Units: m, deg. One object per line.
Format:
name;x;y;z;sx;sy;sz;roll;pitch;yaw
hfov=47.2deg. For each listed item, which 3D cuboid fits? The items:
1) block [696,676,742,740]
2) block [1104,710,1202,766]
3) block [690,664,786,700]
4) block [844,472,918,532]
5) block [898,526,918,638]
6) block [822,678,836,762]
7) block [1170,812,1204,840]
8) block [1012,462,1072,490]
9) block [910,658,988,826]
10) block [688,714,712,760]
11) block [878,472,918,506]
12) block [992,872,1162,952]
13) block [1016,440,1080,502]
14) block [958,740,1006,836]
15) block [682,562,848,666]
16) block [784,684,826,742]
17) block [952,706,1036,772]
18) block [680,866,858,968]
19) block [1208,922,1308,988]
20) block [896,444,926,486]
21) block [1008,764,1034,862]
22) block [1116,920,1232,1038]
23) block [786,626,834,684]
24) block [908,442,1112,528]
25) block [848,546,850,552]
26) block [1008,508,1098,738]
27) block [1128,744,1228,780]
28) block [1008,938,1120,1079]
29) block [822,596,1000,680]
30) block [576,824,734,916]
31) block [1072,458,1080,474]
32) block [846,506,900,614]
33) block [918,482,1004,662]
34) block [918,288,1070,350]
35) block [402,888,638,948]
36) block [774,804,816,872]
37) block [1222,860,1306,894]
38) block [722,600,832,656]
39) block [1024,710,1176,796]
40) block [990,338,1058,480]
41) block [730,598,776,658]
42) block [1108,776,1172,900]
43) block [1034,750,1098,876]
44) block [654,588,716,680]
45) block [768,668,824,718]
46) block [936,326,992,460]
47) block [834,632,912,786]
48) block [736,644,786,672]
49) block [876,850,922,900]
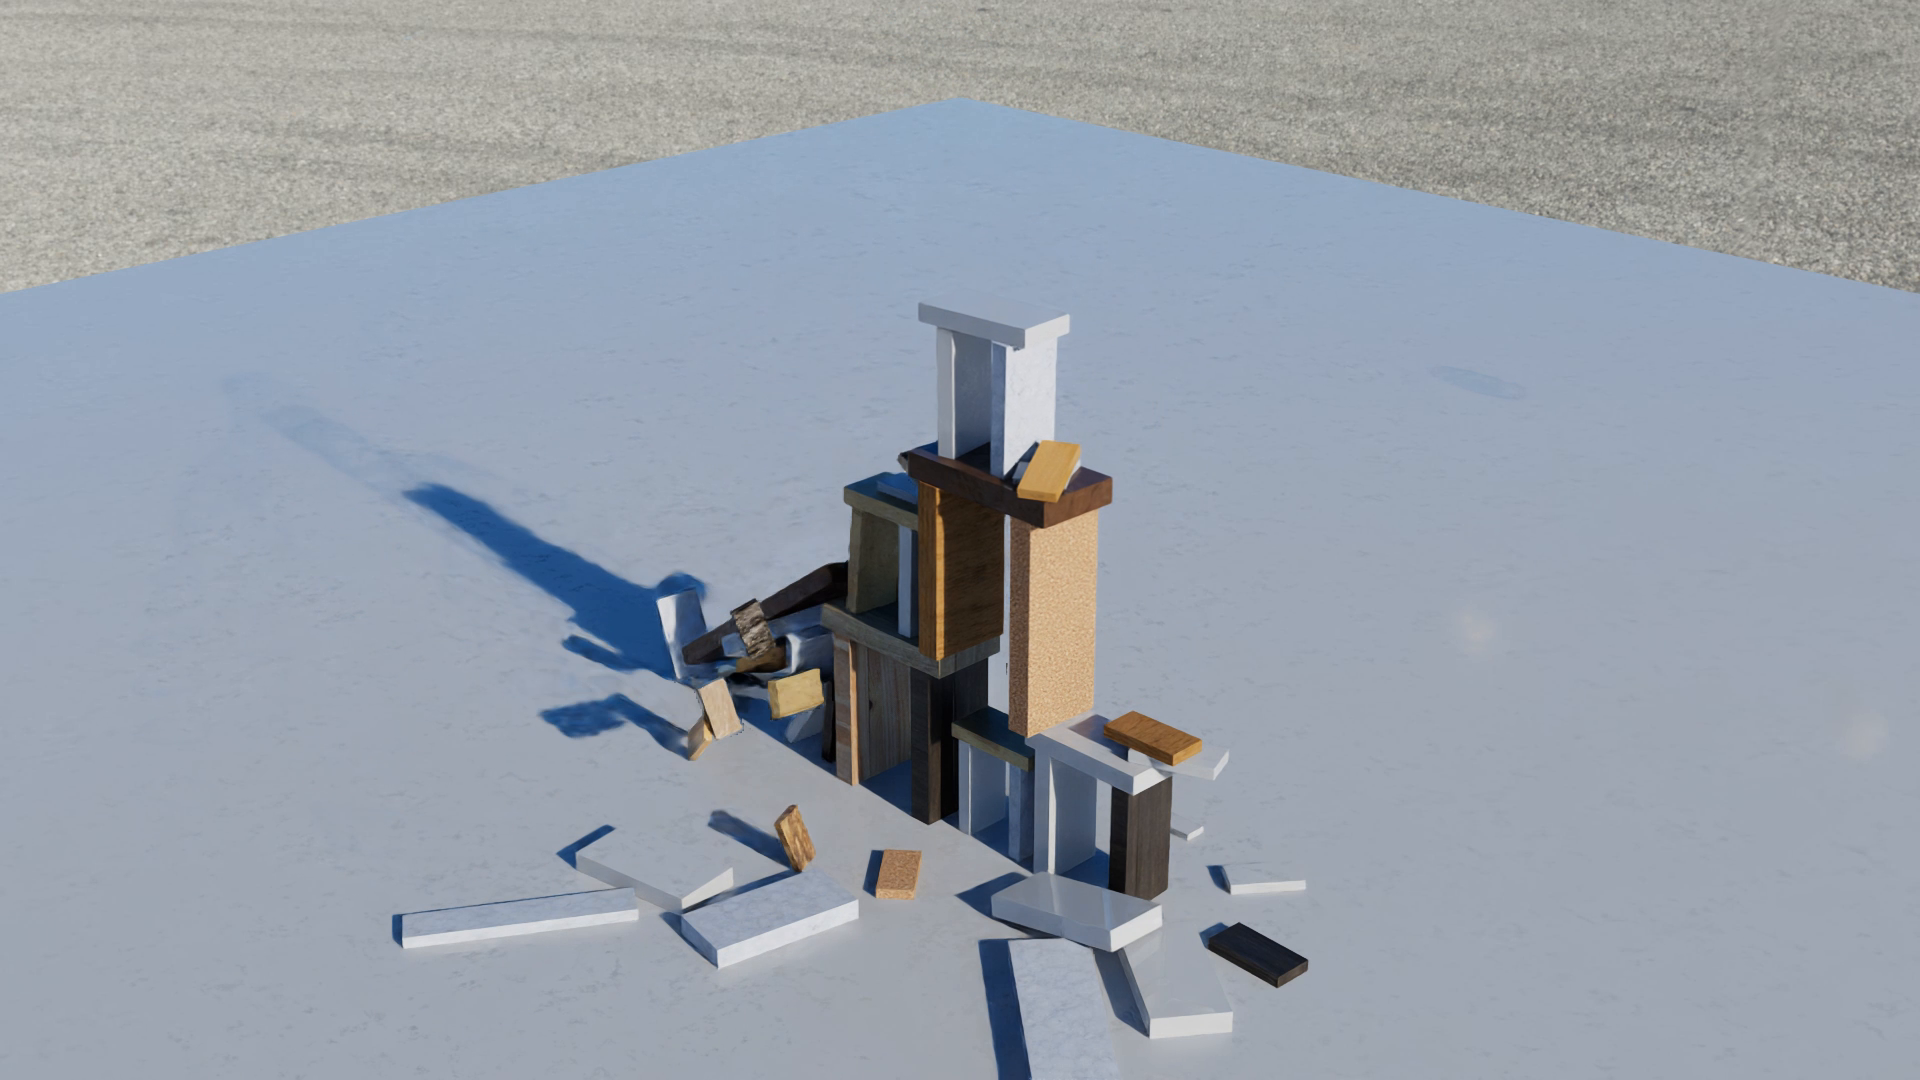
block;-0.500;0.349;4.566;0.059;0.117;0.017;-24;16;-21
block;0.352;0.362;4.021;0.165;0.023;0.082;21;31;40
block;-0.458;0.316;4.860;0.095;0.027;0.355;-19;14;-37
block;-0.103;-0.072;4.287;0.237;0.034;0.118;21;31;39
block;-0.066;0.064;4.314;0.034;0.237;0.118;23;32;39
block;-0.240;0.368;4.643;0.097;0.194;0.027;-19;37;-38
block;0.433;0.570;4.400;0.098;0.014;0.049;21;31;41
block;0.149;-0.116;3.958;0.098;0.014;0.049;6;41;17
block;-0.020;0.386;4.416;0.048;0.339;0.170;21;31;41
block;-0.547;0.414;4.624;0.017;0.117;0.058;5;62;-23
block;-0.087;-0.096;4.276;0.139;0.020;0.069;21;31;39
block;0.212;0.679;4.033;0.288;0.041;0.144;9;18;43
block;0.160;-0.124;3.938;0.072;0.021;0.145;8;42;19
block;0.045;0.475;4.377;0.029;0.206;0.103;21;31;41
block;-0.385;0.159;4.722;0.144;0.041;0.633;-6;-14;-37
block;-0.296;0.360;4.694;0.097;0.194;0.027;-19;66;-38
block;0.093;0.386;4.286;0.206;0.029;0.103;21;31;41
block;-0.351;0.696;4.069;0.296;0.040;0.140;-15;27;-31
block;0.537;0.748;3.968;0.082;0.023;0.165;-19;30;-38
block;-0.053;-0.118;4.232;0.069;0.020;0.139;-22;67;-41
block;0.142;0.513;4.287;0.029;0.206;0.103;21;31;41
block;0.374;0.773;3.886;0.144;0.041;0.288;-3;23;-8
block;-0.317;0.267;4.645;0.097;0.193;0.027;-15;45;-21
block;0.090;-0.117;4.067;0.178;0.050;0.356;-20;30;-40
block;-0.103;0.009;4.624;0.144;0.041;0.287;-26;15;-29
block;0.173;0.139;4.083;0.178;0.432;0.050;-20;30;-39
block;0.398;0.393;4.007;0.165;0.023;0.082;10;25;23
block;0.198;0.939;3.495;0.144;0.041;1.037;-2;23;-4
block;-0.101;0.177;4.413;0.339;0.048;0.170;21;31;41
block;-0.588;0.631;4.222;0.280;0.040;0.140;16;28;33
block;0.181;-0.128;4.011;0.049;0.014;0.098;8;24;19
block;-0.164;0.025;4.403;0.118;0.237;0.034;-16;35;-33
block;0.004;0.038;4.224;0.178;0.356;0.050;-20;30;-39
block;0.060;-0.403;3.983;0.253;0.036;0.126;19;29;37
block;-0.815;0.700;4.081;0.426;0.023;0.080;-5;24;-12
block;-0.317;0.576;4.241;0.017;0.117;0.058;1;32;35
block;0.581;0.646;4.211;0.145;0.021;0.072;-3;23;-6
block;-0.351;0.192;4.707;0.287;0.041;0.144;-19;-13;25
block;0.267;0.388;4.099;0.136;0.039;0.273;-21;31;-40
block;0.115;-0.247;3.984;0.126;0.253;0.036;-20;31;-39
block;-0.429;0.184;4.561;0.059;0.119;0.017;-30;36;-16
block;0.337;0.555;4.104;0.039;0.273;0.136;19;30;38
block;0.203;0.505;4.221;0.039;0.273;0.136;21;31;40
block;-0.622;0.212;4.980;0.094;0.189;0.027;-17;11;-20
block;-0.306;0.285;4.107;0.020;0.069;0.139;-5;5;32
block;0.009;-0.290;4.085;0.036;0.253;0.126;15;27;33
block;-0.180;0.324;4.563;0.048;0.339;0.170;21;31;41
block;-0.394;0.257;4.750;0.094;0.027;0.189;4;-15;-38
block;-0.117;0.642;4.222;0.072;0.021;0.145;2;23;4
